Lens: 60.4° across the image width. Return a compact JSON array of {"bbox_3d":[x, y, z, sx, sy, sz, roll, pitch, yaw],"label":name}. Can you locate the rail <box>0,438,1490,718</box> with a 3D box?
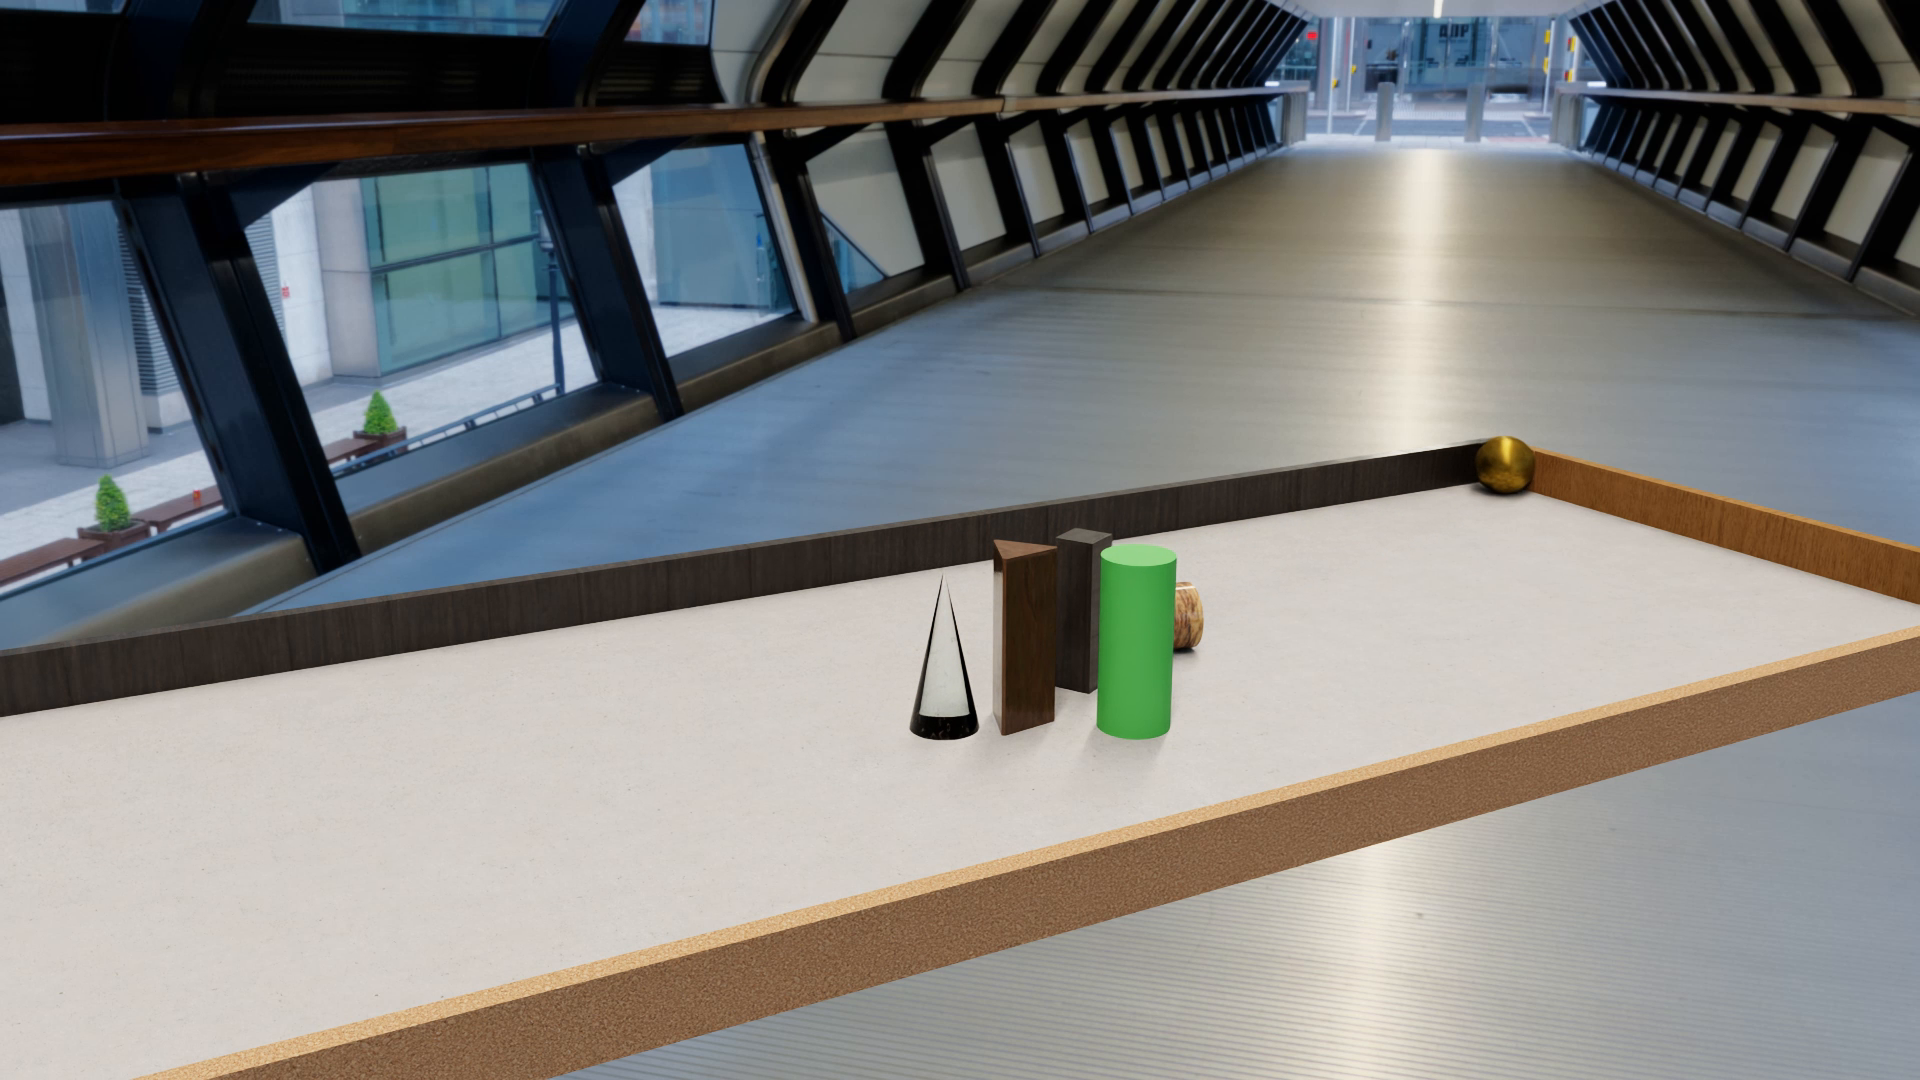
[{"bbox_3d":[-3.305,0.497,3.399,12.000,0.150,0.050,-9,18,-27],"label":"rail"}]

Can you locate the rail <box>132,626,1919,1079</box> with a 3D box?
[{"bbox_3d":[-2.336,1.006,1.665,12.000,0.150,0.050,-9,18,-27],"label":"rail"}]

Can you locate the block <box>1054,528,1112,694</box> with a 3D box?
[{"bbox_3d":[0.302,0.175,4.076,0.103,0.386,0.103,10,19,31],"label":"block"}]

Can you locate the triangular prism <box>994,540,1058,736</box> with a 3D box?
[{"bbox_3d":[0.121,0.220,3.849,0.155,0.428,0.134,-12,20,-35],"label":"triangular prism"}]

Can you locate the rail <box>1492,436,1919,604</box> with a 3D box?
[{"bbox_3d":[2.466,-0.048,5.253,0.050,0.150,2.100,-9,18,-27],"label":"rail"}]

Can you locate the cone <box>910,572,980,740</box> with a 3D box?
[{"bbox_3d":[-0.037,0.251,3.813,0.166,0.388,0.166,0,16,0],"label":"cone"}]

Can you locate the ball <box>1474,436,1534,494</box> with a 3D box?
[{"bbox_3d":[1.950,-0.271,5.909,0.206,0.206,0.206,0,16,0],"label":"ball"}]

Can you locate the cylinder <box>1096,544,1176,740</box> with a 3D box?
[{"bbox_3d":[0.407,0.234,3.817,0.173,0.418,0.173,0,16,0],"label":"cylinder"}]

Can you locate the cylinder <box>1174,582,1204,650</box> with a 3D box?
[{"bbox_3d":[0.442,0.212,4.325,0.348,0.175,0.175,-5,17,-16],"label":"cylinder"}]
